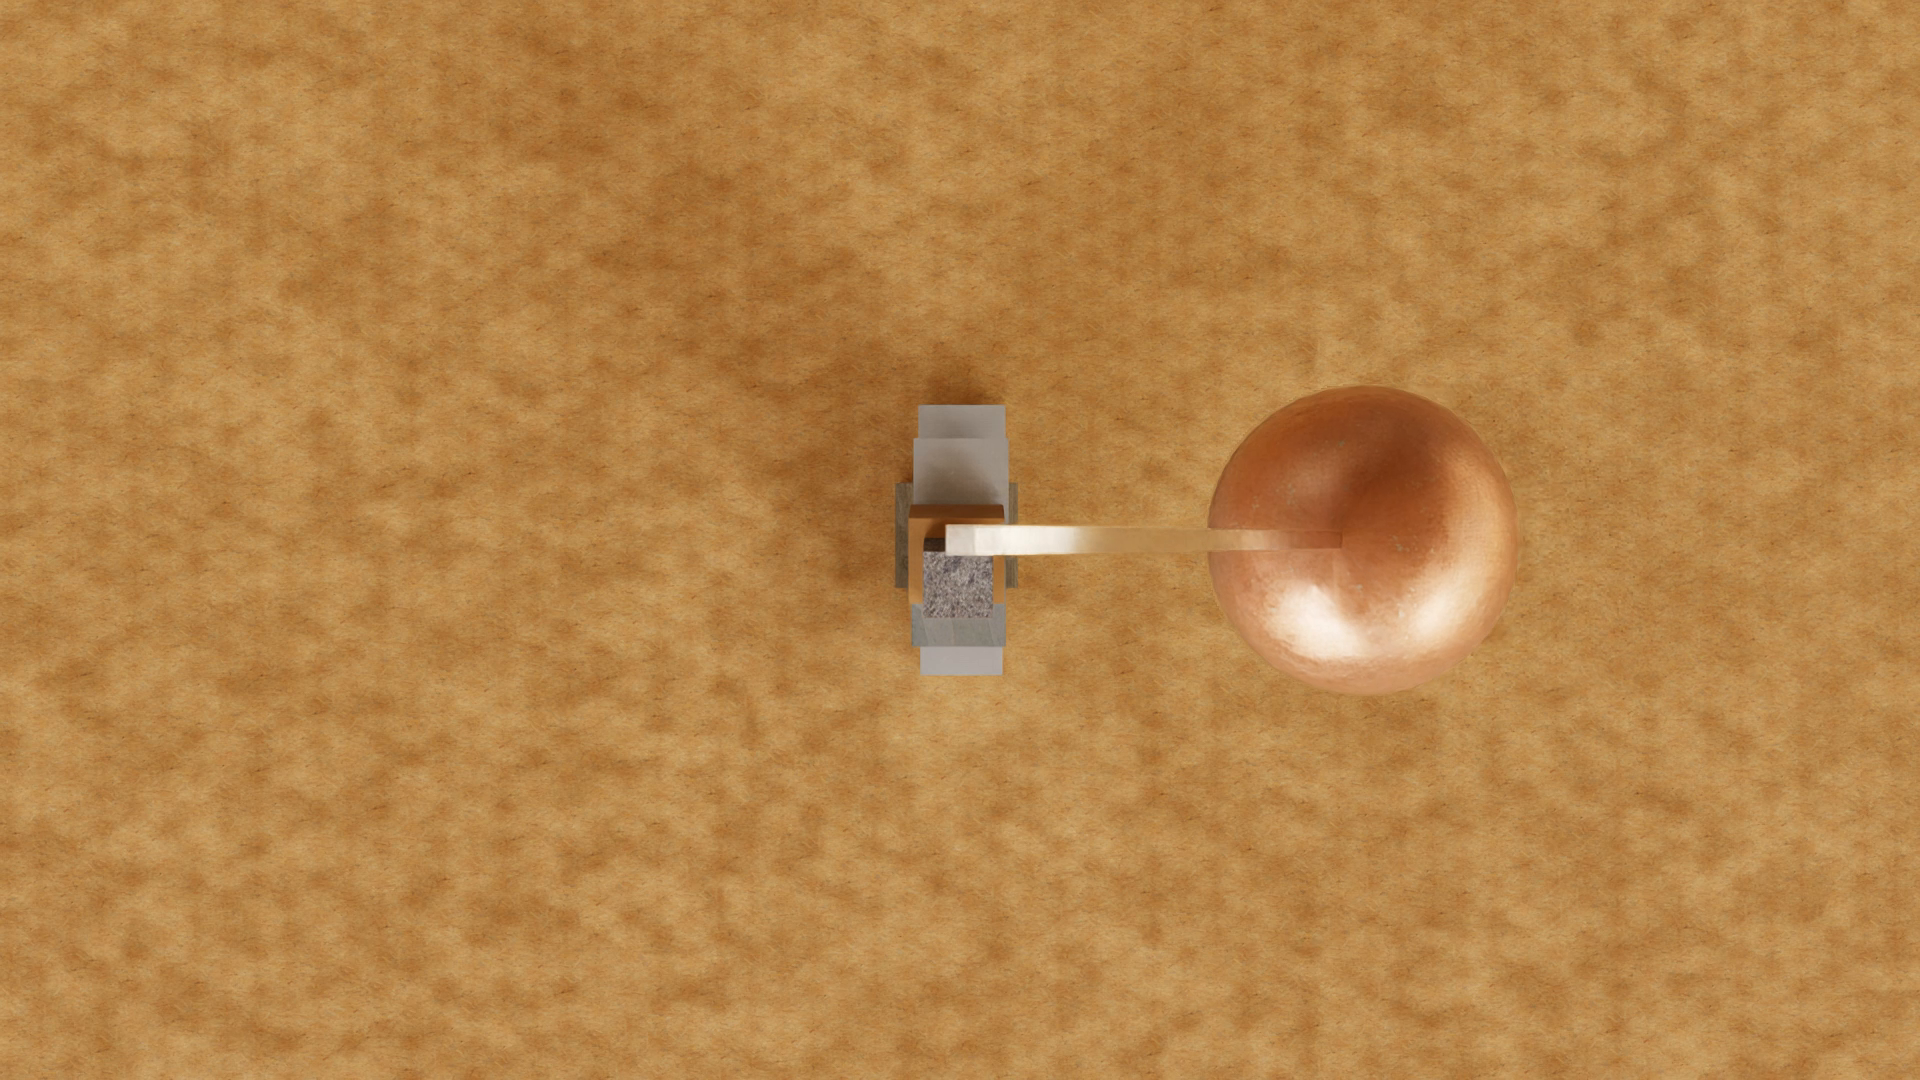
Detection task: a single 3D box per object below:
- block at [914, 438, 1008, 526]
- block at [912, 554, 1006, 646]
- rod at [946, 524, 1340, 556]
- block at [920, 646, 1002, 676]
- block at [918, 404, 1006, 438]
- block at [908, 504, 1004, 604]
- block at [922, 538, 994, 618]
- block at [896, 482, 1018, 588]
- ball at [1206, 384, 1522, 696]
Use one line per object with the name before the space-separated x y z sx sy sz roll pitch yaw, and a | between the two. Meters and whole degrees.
block | 0.006 -0.288 12.009 0.508 0.562 0.509 0 90 0
block | -0.008 0.275 12.032 0.506 0.515 0.567 0 93 0
rod | 0.899 0.000 8.172 0.080 5.200 0.080 0 90 20
block | 0.008 0.524 12.761 0.468 0.478 0.491 0 90 0
block | 0.011 -0.549 12.759 0.494 0.481 0.440 0 90 0
block | -0.017 0.069 11.513 0.493 0.448 0.444 0 100 0
block | -0.010 0.190 11.107 0.348 0.393 0.337 0 100 0
block | -0.020 -0.025 12.645 0.686 0.710 0.588 0 90 0
ball | 2.074 0.000 11.362 1.600 1.600 1.600 0 90 0
